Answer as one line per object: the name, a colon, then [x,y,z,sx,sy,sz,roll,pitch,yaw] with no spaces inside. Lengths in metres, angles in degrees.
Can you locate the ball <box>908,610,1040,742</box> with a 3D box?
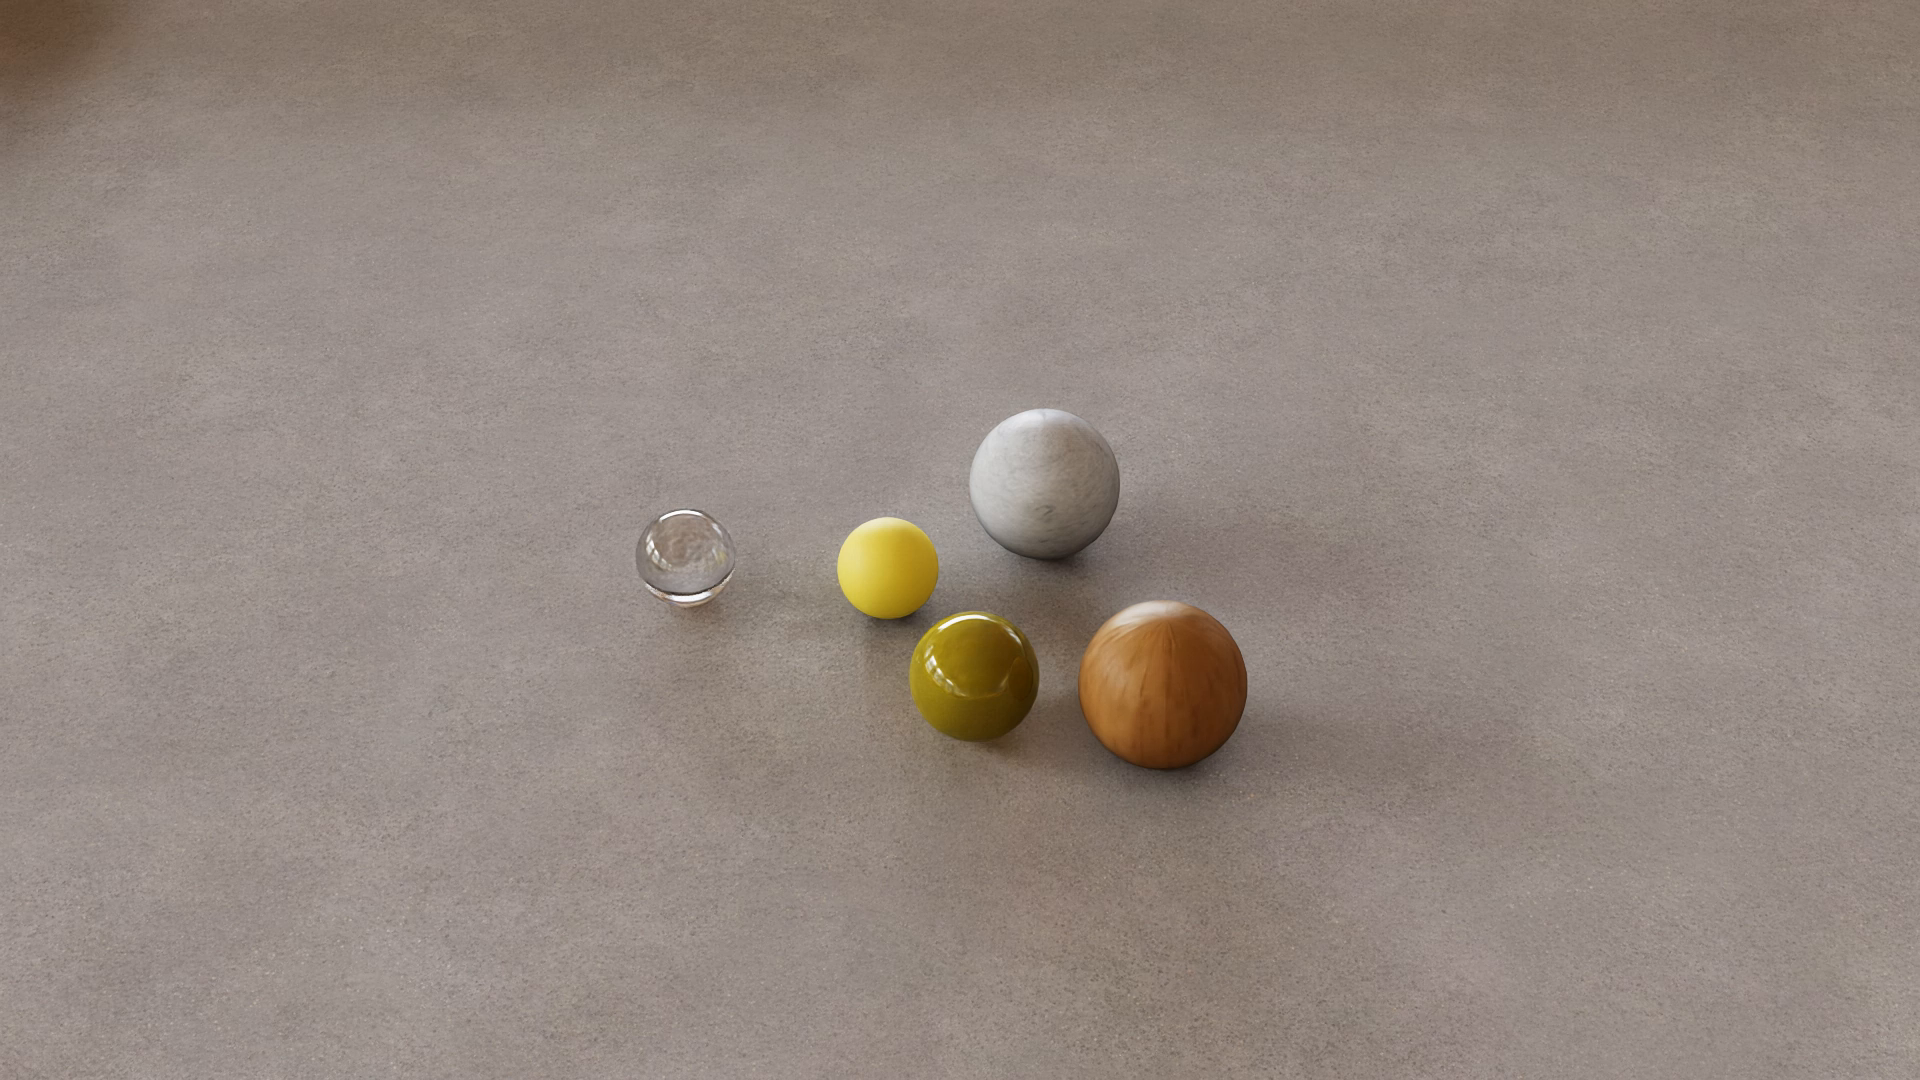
ball: [0.008,0.077,1.446,0.074,0.074,0.074,0,37,0]

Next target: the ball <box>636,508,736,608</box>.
ball: [-0.165,0.011,1.546,0.060,0.060,0.060,0,37,0]

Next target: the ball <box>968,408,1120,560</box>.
ball: [0.052,-0.034,1.579,0.093,0.093,0.093,0,37,0]

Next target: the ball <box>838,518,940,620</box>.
ball: [-0.043,0.017,1.537,0.061,0.061,0.061,0,37,0]

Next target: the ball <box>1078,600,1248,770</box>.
ball: [0.112,0.080,1.424,0.094,0.094,0.094,0,37,0]
